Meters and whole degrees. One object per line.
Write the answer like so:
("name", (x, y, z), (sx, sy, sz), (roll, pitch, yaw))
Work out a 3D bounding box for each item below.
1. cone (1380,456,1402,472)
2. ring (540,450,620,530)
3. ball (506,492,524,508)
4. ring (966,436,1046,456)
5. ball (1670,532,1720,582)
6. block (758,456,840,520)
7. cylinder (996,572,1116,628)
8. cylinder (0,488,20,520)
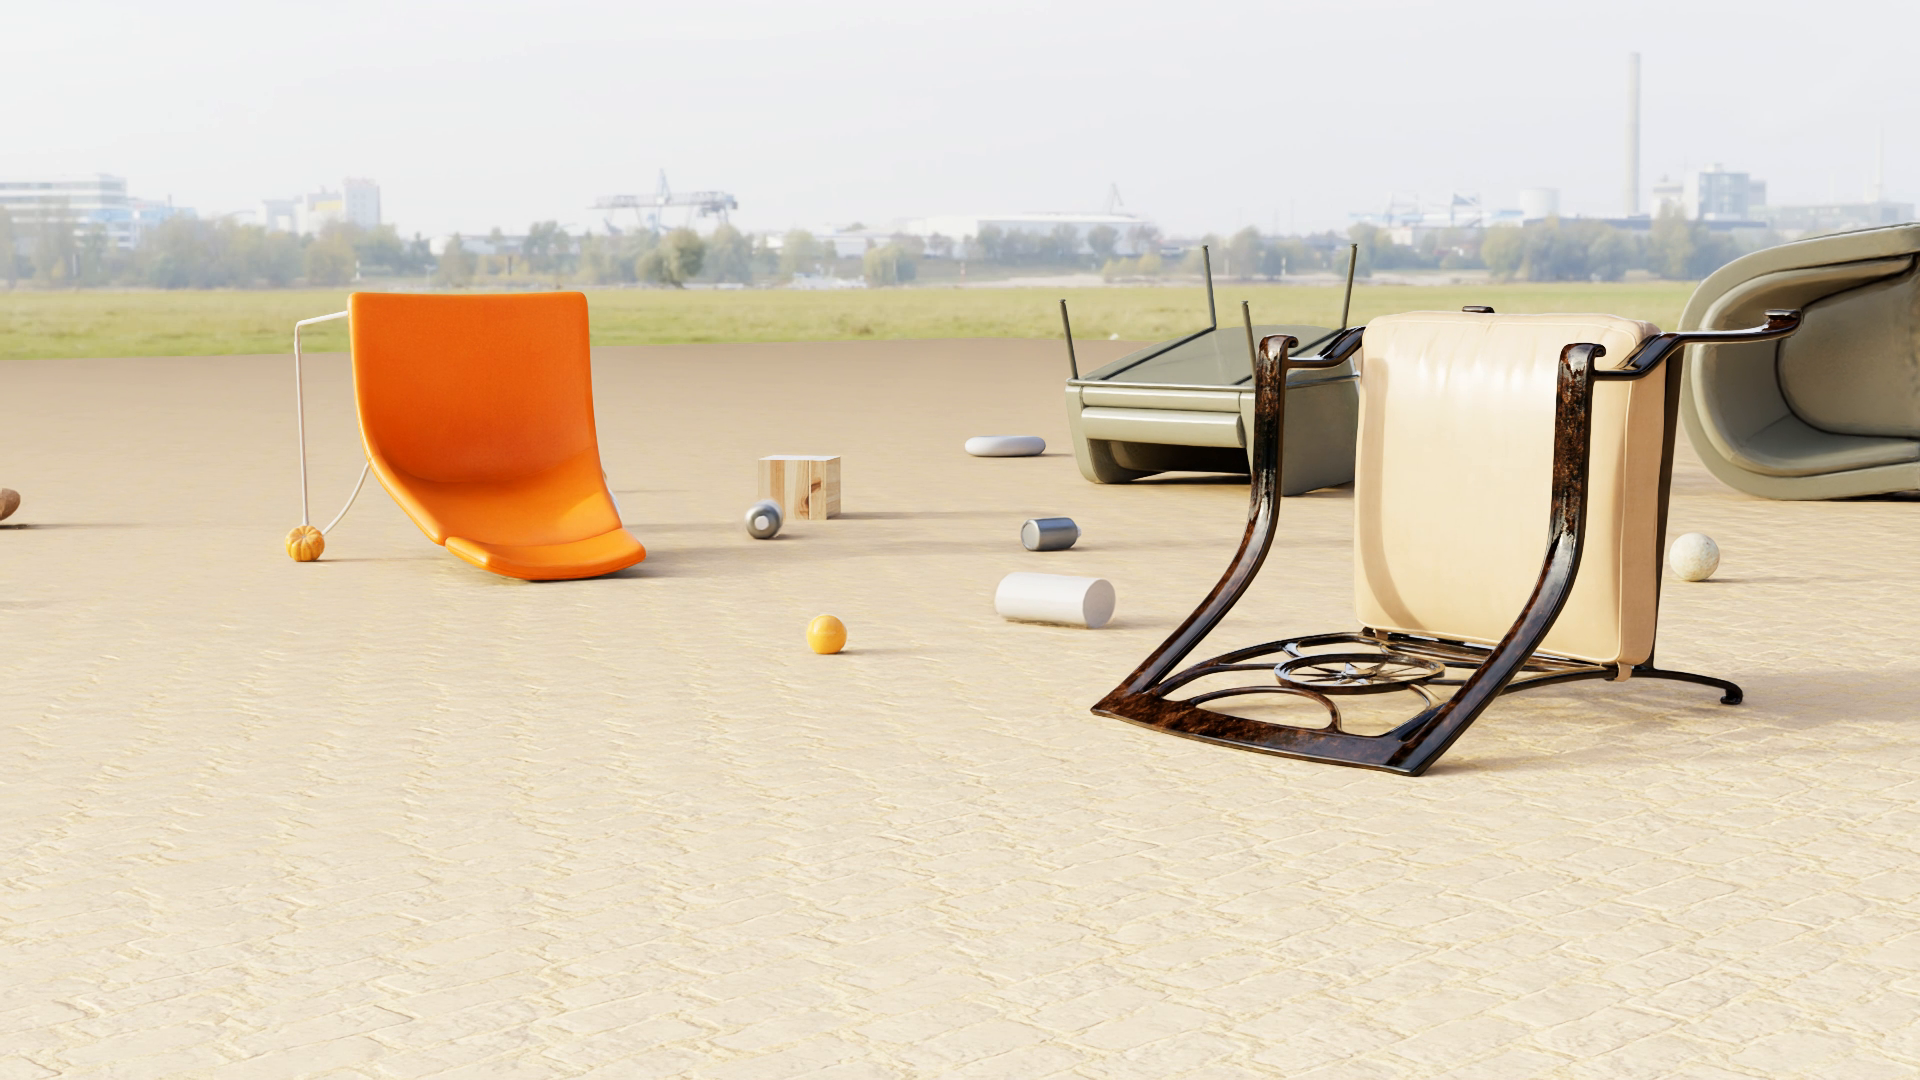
("cone", (1.462, -0.243, 8.645), (0.054, 0.053, 0.085), (12, 15, -40))
("ring", (-0.985, -0.128, 6.663), (0.096, 0.253, 0.297), (-45, -3, -11))
("ball", (-1.262, -0.113, 7.262), (0.050, 0.050, 0.050), (0, 6, 0))
("ring", (0.167, -0.345, 9.417), (0.322, 0.072, 0.234), (-3, 6, -32))
("ball", (1.587, 0.036, 5.542), (0.106, 0.106, 0.106), (0, 6, 0))
("block", (-0.439, -0.145, 7.028), (0.190, 0.161, 0.165), (1, 6, 11))
("cylinder", (0.181, 0.114, 4.862), (0.192, 0.091, 0.123), (4, 10, 34))
("cylinder", (-2.553, -0.080, 6.732), (0.142, 0.081, 0.163), (-25, 8, -3))
